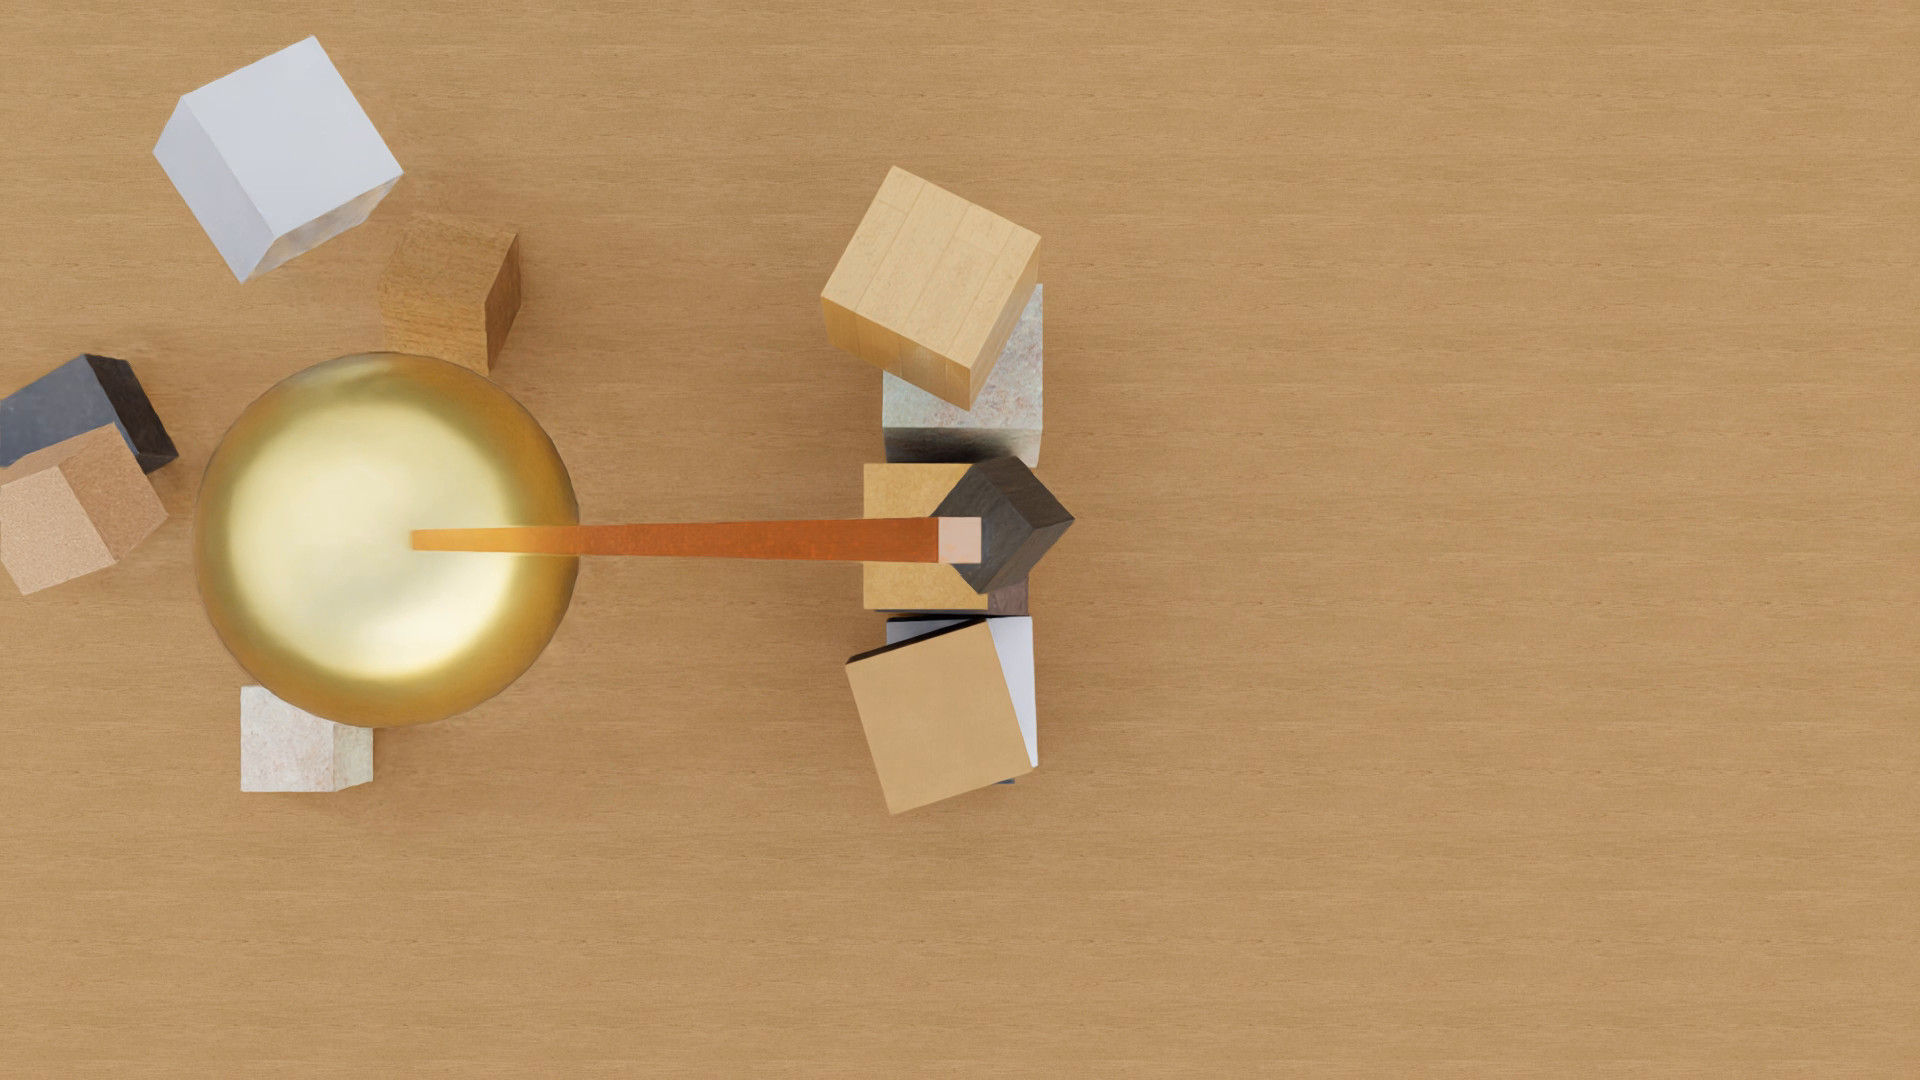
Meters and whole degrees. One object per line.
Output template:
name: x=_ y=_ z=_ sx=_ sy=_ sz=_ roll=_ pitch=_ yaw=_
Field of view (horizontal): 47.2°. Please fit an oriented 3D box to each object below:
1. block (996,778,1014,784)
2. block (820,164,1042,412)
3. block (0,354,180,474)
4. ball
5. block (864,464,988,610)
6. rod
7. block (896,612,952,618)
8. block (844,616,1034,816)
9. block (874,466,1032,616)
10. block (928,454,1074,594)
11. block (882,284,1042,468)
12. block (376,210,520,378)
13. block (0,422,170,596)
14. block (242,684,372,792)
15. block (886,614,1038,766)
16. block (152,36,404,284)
block: x=-0.010 y=1.034 z=12.638 sx=0.613 sy=0.718 sz=0.659 roll=0 pitch=90 yaw=-1
block: x=-0.142 y=-1.264 z=11.165 sx=0.825 sy=0.737 sz=0.771 roll=27 pitch=78 yaw=6
block: x=-5.084 y=-0.597 z=12.692 sx=0.724 sy=0.581 sz=0.647 roll=-29 pitch=90 yaw=2
ball: x=-2.416 y=0.000 z=9.320 sx=1.600 sy=1.600 sz=1.600 roll=0 pitch=90 yaw=0
block: x=-0.168 y=-0.018 z=11.087 sx=0.610 sy=0.568 sz=0.716 roll=0 pitch=90 yaw=0
rod: x=-1.047 y=0.000 z=6.208 sx=0.080 sy=5.200 sz=0.080 roll=0 pitch=90 yaw=-24
block: x=-0.002 y=0.356 z=12.658 sx=0.708 sy=0.685 sz=0.666 roll=0 pitch=90 yaw=0
block: x=-0.107 y=0.871 z=11.147 sx=0.731 sy=0.816 sz=0.767 roll=-17 pitch=90 yaw=-1
block: x=-0.035 y=-0.003 z=11.784 sx=0.792 sy=0.825 sz=0.769 roll=1 pitch=90 yaw=0
block: x=0.175 y=-0.075 z=10.346 sx=0.429 sy=0.407 sz=0.440 roll=48 pitch=117 yaw=15
block: x=0.015 y=-0.877 z=11.849 sx=0.829 sy=0.771 sz=0.791 roll=0 pitch=77 yaw=0
block: x=-2.907 y=-1.409 z=12.569 sx=0.607 sy=0.583 sz=0.629 roll=12 pitch=49 yaw=1
block: x=-4.432 y=-0.157 z=10.938 sx=0.579 sy=0.537 sz=0.550 roll=-17 pitch=111 yaw=18
block: x=-3.756 y=1.123 z=12.673 sx=0.535 sy=0.603 sz=0.587 roll=0 pitch=90 yaw=6
block: x=0.006 y=0.812 z=11.917 sx=0.767 sy=0.723 sz=0.788 roll=-2 pitch=90 yaw=-1
block: x=-3.058 y=-1.693 z=9.852 sx=0.671 sy=0.670 sz=0.708 roll=-37 pitch=98 yaw=-32
